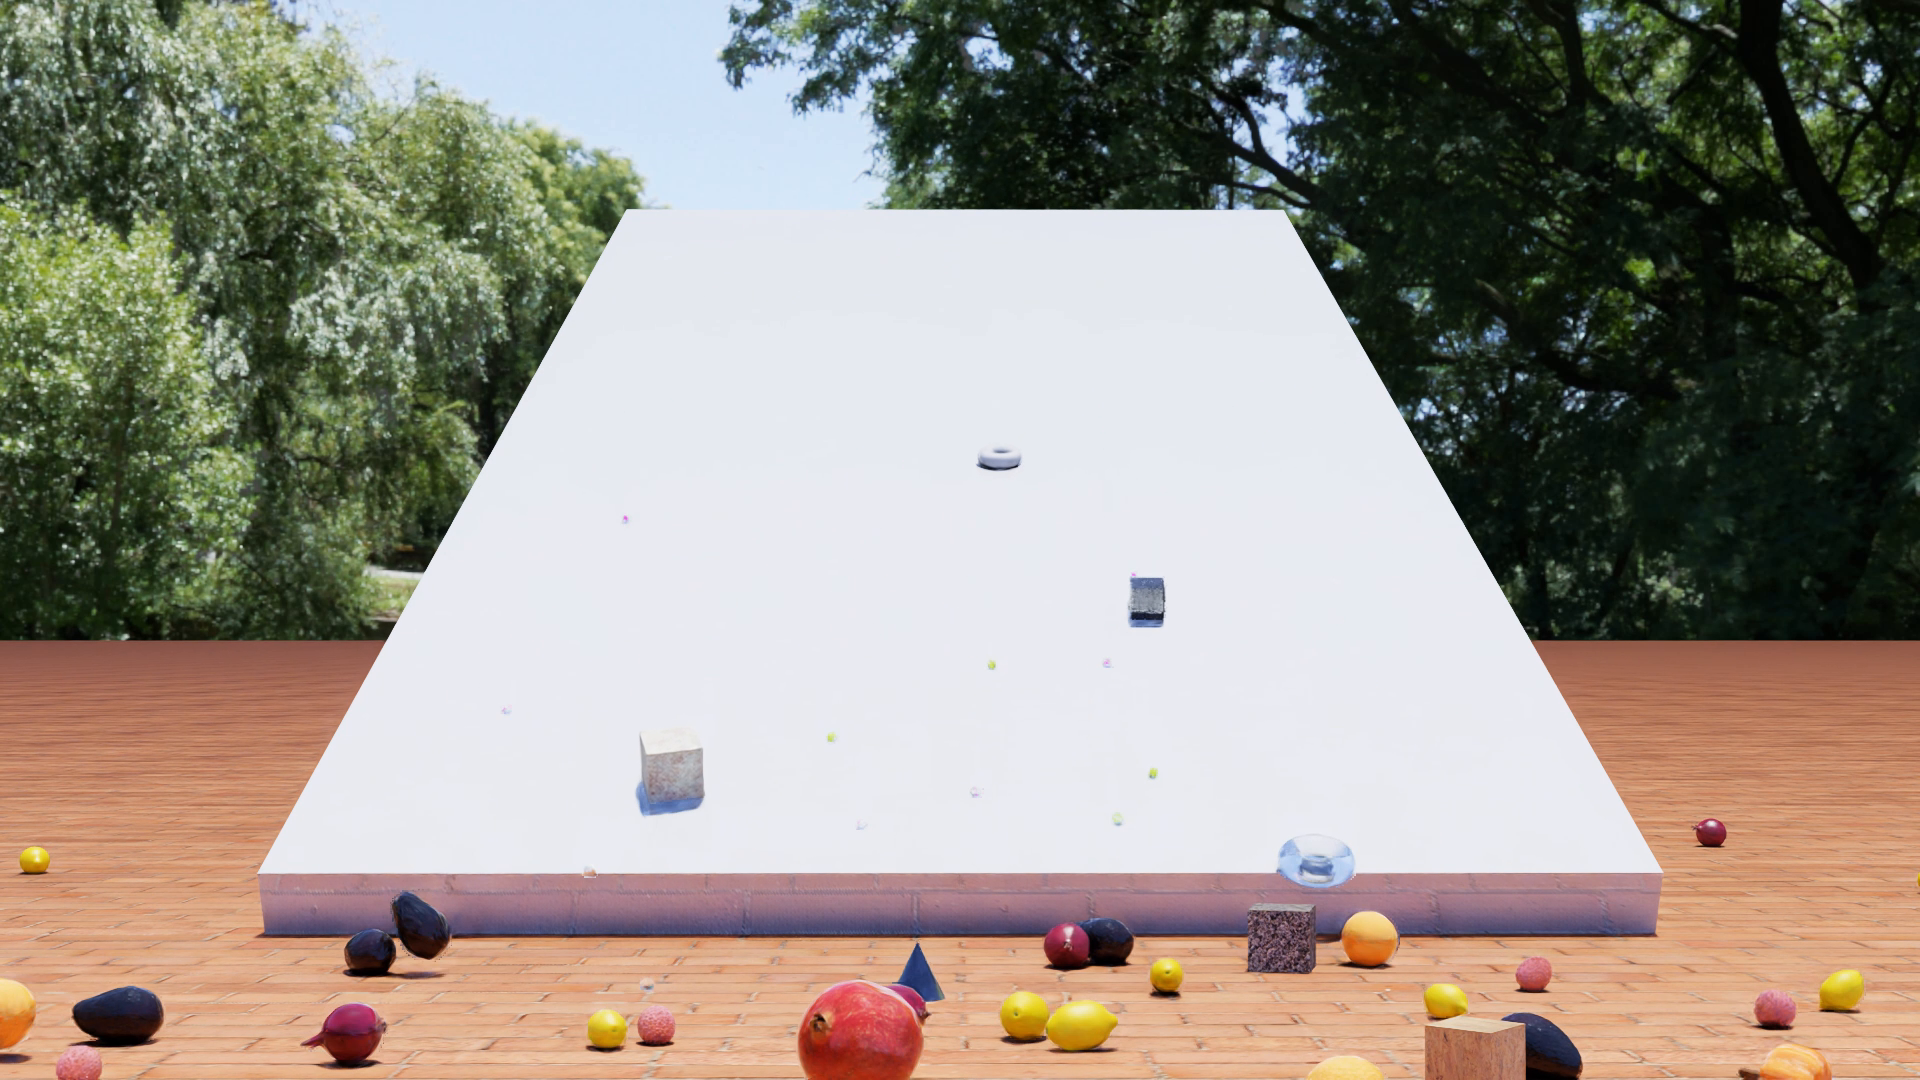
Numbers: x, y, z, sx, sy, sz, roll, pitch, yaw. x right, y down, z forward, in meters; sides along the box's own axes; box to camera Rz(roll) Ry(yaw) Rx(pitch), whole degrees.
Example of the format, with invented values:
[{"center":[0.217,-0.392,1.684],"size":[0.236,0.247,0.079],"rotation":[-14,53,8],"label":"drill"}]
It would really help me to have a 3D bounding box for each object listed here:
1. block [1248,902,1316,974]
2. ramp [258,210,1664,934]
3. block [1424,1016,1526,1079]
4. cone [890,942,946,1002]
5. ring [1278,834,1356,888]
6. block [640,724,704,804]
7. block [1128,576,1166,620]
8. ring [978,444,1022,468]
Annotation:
[{"center":[0.416,0.513,2.957],"size":[0.079,0.079,0.079],"rotation":[-1,-2,14],"label":"block"},{"center":[-0.006,-0.219,5.137],"size":[2.000,0.100,4.000],"rotation":[0,22,0],"label":"ramp"},{"center":[0.480,0.485,2.134],"size":[0.068,0.068,0.068],"rotation":[-2,-3,40],"label":"block"},{"center":[-0.051,0.510,2.719],"size":[0.067,0.067,0.067],"rotation":[0,-2,0],"label":"cone"},{"center":[0.507,0.456,3.259],"size":[0.111,0.037,0.111],"rotation":[-1,23,0],"label":"ring"},{"center":[-0.438,0.340,3.481],"size":[0.084,0.084,0.084],"rotation":[-6,22,-14],"label":"block"},{"center":[0.335,0.105,4.107],"size":[0.060,0.060,0.060],"rotation":[0,22,0],"label":"block"},{"center":[0.083,-0.177,4.855],"size":[0.094,0.031,0.094],"rotation":[1,21,0],"label":"ring"}]
